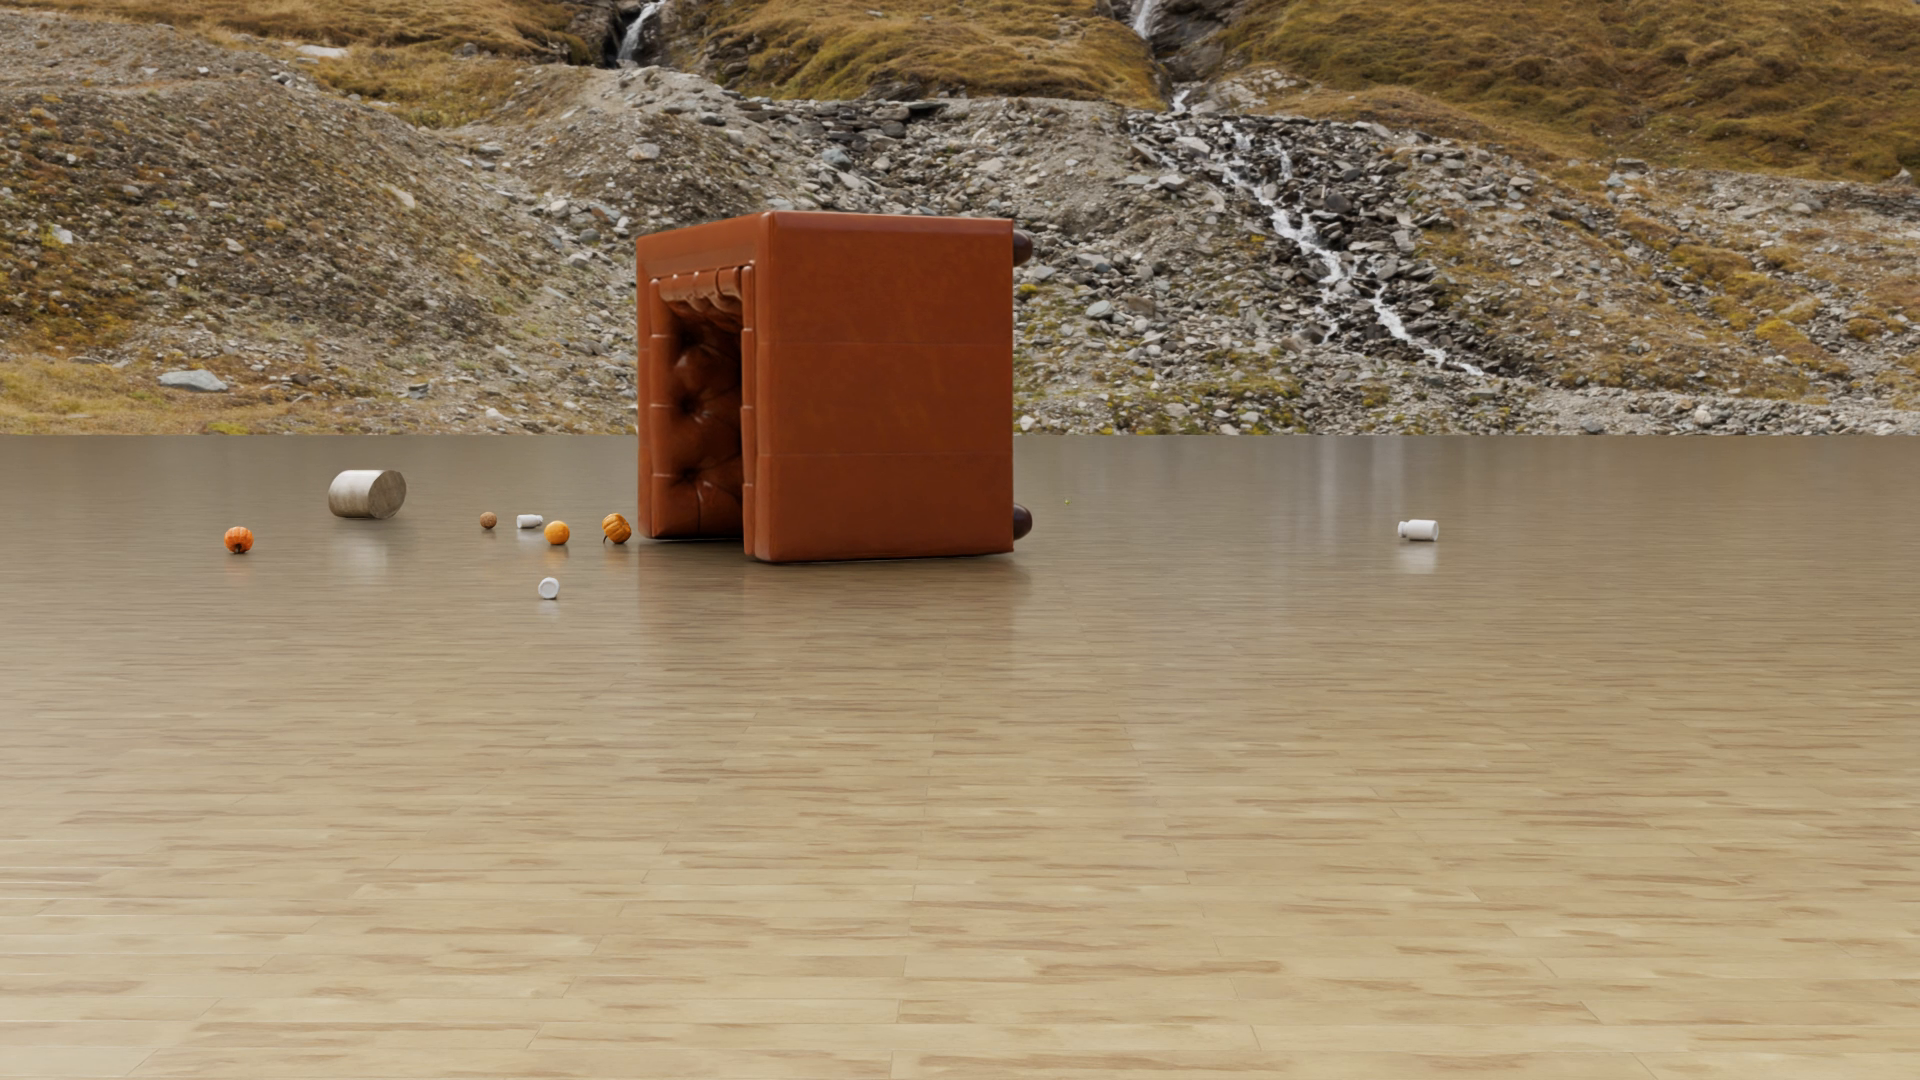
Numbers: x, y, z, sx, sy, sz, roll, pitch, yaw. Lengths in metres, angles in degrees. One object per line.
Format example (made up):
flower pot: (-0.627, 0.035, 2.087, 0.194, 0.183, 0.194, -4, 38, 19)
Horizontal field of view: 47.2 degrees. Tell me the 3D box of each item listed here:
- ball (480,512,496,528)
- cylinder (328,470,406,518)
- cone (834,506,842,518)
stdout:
ball: (-1.516, -0.063, 7.066, 0.054, 0.054, 0.054, 0, 4, 0)
cylinder: (-2.063, -0.160, 7.657, 0.172, 0.158, 0.214, 2, 26, 24)
cone: (-0.419, -0.088, 7.664, 0.034, 0.049, 0.049, 2, 29, -23)
